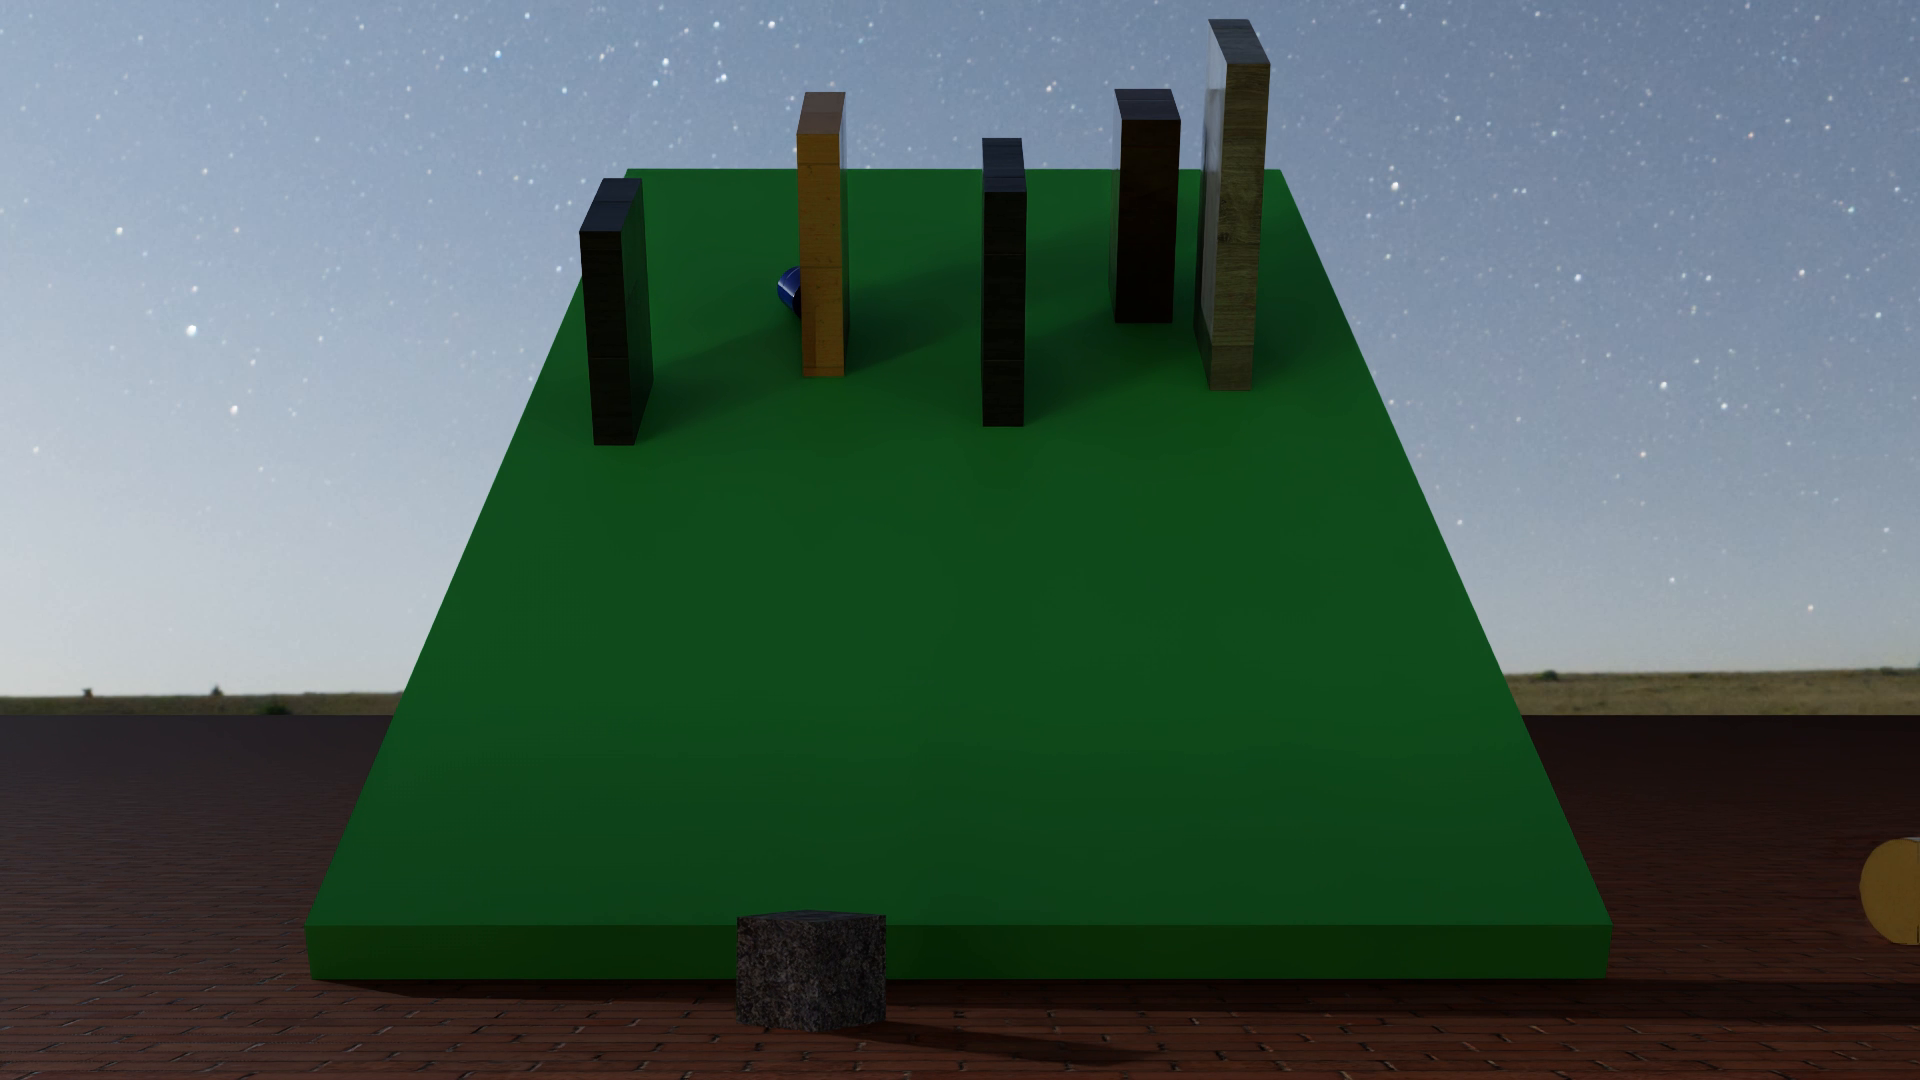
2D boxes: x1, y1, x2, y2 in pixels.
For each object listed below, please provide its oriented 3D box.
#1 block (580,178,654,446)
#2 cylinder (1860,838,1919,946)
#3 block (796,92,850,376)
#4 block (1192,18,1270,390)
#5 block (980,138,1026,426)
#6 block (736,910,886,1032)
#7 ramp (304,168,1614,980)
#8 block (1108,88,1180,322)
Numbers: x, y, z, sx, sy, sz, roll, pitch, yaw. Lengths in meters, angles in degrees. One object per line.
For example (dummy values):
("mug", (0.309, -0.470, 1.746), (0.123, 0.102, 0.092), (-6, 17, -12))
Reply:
("block", (-0.775, -0.521, 5.326), (0.089, 0.500, 0.389), (0, 26, 0))
("cylinder", (1.746, 0.624, 4.189), (0.189, 0.189, 0.189), (3, -5, -31))
("block", (-0.327, -0.741, 5.677), (0.098, 0.596, 0.371), (0, 26, 0))
("block", (0.640, -0.799, 5.587), (0.097, 0.783, 0.429), (0, 26, 0))
("block", (0.098, -0.601, 5.434), (0.092, 0.554, 0.427), (0, 26, 0))
("block", (-0.198, 0.572, 3.133), (0.141, 0.141, 0.141), (-3, -5, 37))
("ramp", (-0.009, -0.229, 5.415), (2.000, 0.100, 4.000), (0, 26, 0))
("block", (0.467, -0.854, 5.996), (0.145, 0.528, 0.293), (0, 26, 0))
